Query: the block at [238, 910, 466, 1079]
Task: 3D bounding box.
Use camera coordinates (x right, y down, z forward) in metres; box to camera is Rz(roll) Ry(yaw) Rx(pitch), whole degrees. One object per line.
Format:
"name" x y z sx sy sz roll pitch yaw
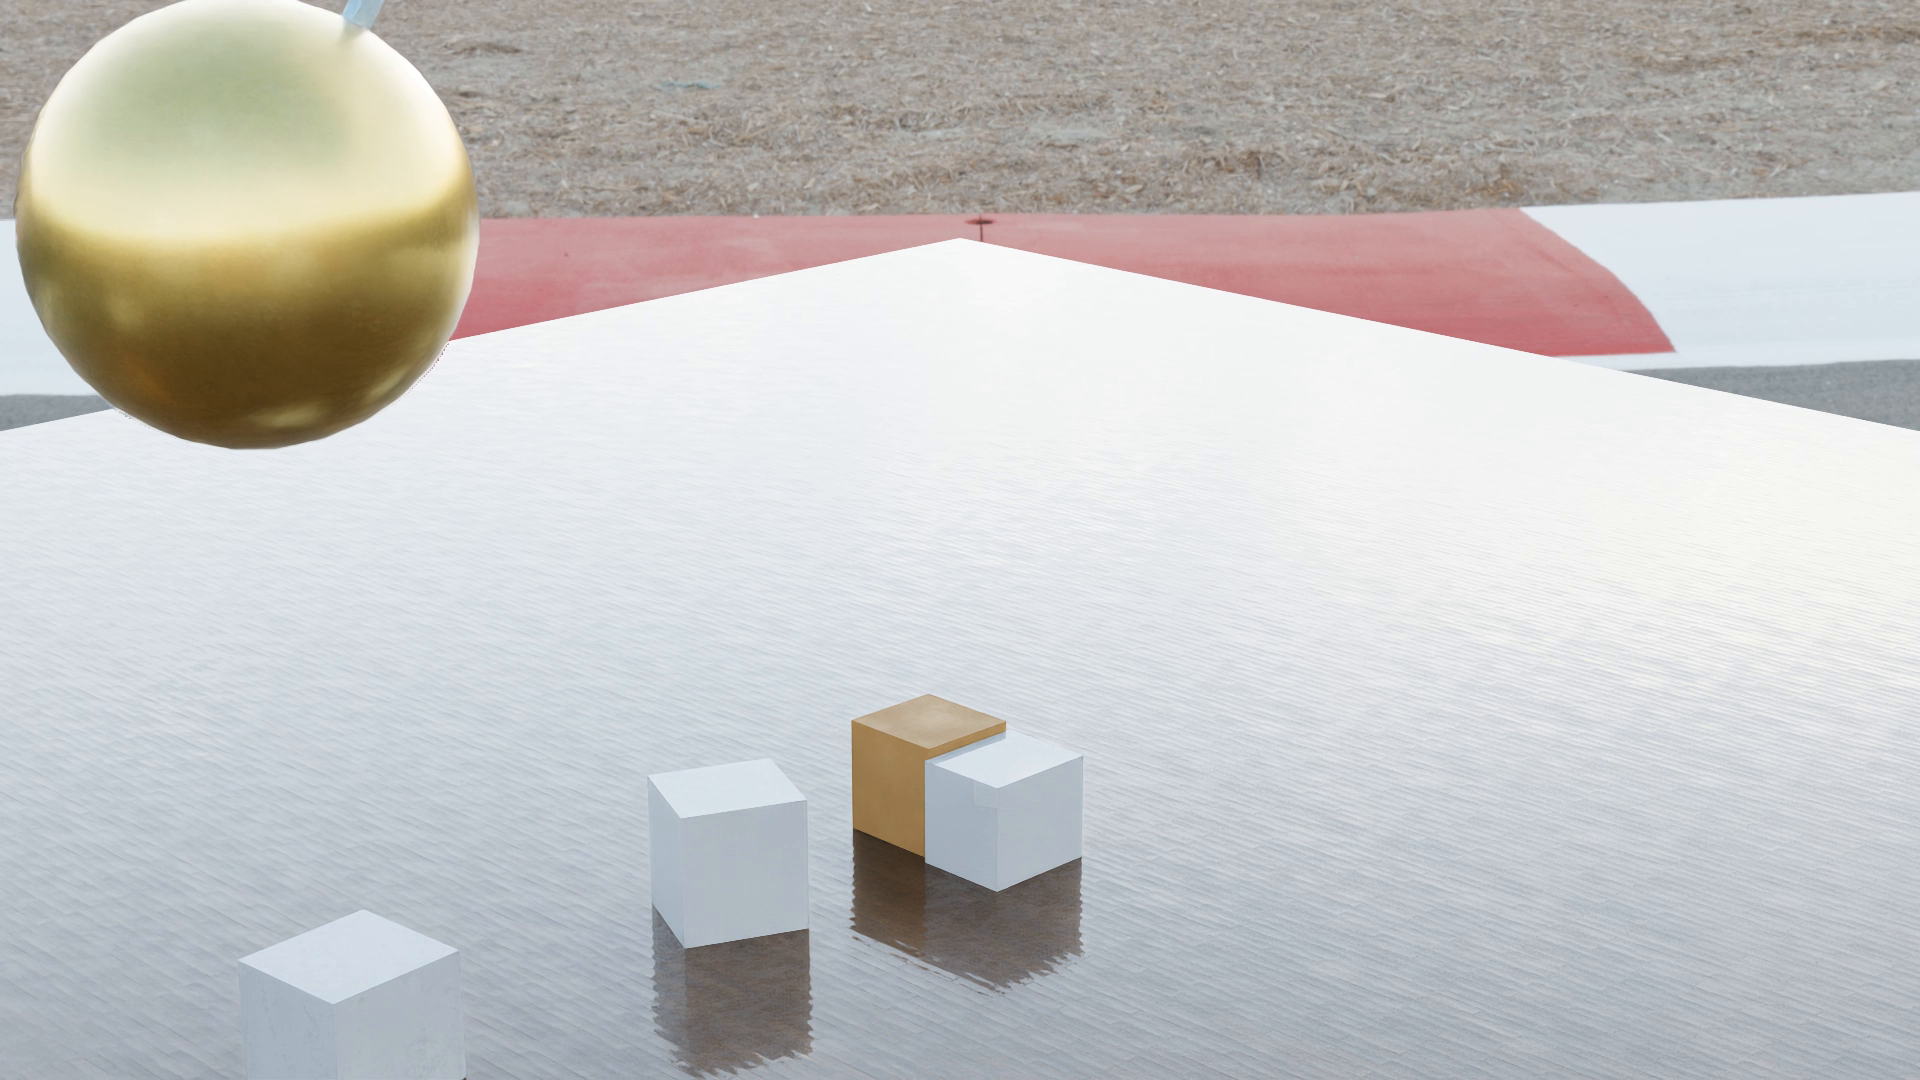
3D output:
"block" -2.373 1.874 11.467 0.587 0.549 0.613 14 22 38

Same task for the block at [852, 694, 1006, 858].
"block" -0.147 1.112 13.893 0.508 0.548 0.525 -17 24 -42

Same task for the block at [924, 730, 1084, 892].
"block" 0.203 1.243 13.548 0.565 0.504 0.467 -17 24 -42

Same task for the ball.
"ball" -2.506 -1.118 10.363 1.600 1.600 1.600 0 17 0

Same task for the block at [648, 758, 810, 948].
"block" -1.025 1.376 12.949 0.569 0.610 0.525 -7 19 -20

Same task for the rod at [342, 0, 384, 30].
"rod" -1.086 -4.161 10.896 0.080 5.200 0.080 17 -12 42
